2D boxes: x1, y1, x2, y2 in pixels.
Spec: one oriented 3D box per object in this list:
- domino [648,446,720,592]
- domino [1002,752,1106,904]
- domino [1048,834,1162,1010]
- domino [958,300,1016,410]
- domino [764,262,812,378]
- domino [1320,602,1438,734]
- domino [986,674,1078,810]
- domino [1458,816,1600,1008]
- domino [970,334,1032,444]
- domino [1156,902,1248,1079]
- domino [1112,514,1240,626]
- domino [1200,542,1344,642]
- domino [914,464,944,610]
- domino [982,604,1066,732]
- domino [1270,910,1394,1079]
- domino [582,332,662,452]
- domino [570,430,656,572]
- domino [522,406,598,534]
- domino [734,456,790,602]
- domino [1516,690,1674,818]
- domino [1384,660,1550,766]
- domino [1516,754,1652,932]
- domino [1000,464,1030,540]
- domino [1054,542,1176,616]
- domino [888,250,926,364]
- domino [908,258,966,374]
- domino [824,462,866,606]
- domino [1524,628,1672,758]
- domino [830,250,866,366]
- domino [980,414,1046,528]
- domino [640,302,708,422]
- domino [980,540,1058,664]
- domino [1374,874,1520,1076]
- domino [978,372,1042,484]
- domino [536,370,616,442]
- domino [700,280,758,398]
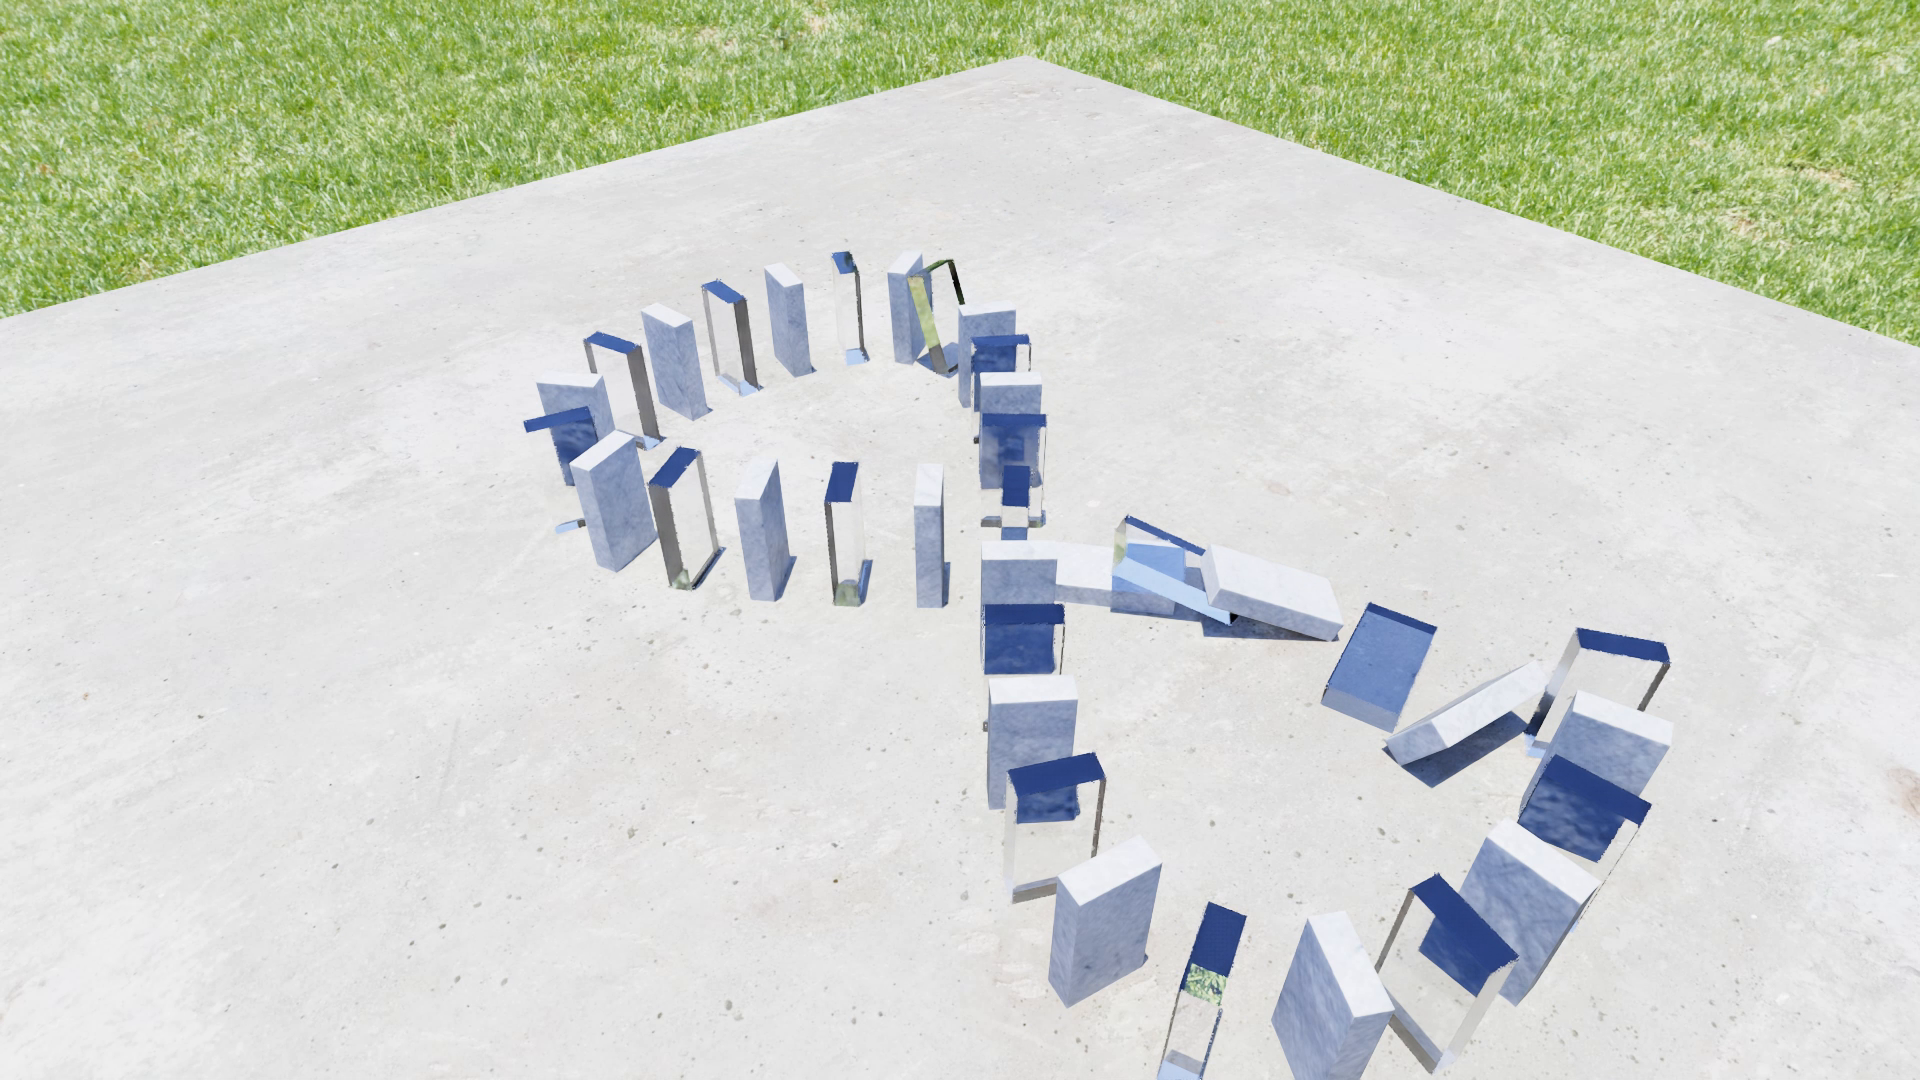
[{"bbox_3d":[-0.105,-0.008,0.421,0.009,0.050,0.025,10,40,12],"label":"domino"},{"bbox_3d":[0.026,0.082,0.311,0.025,0.050,0.009,-10,40,-11],"label":"domino"},{"bbox_3d":[0.037,0.101,0.288,0.025,0.050,0.010,-20,43,-22],"label":"domino"},{"bbox_3d":[0.012,-0.087,0.518,0.025,0.050,0.010,-9,40,-11],"label":"domino"},{"bbox_3d":[-0.085,-0.108,0.544,0.010,0.050,0.025,-21,44,-23],"label":"domino"},{"bbox_3d":[0.149,0.044,0.389,0.025,0.010,0.050,22,44,25],"label":"domino"},{"bbox_3d":[0.021,0.062,0.335,0.025,0.050,0.009,-3,39,-3],"label":"domino"},{"bbox_3d":[0.146,0.099,0.291,0.009,0.050,0.025,-27,46,-29],"label":"domino"},{"bbox_3d":[0.018,-0.067,0.494,0.025,0.050,0.009,-5,40,-6],"label":"domino"},{"bbox_3d":[0.059,0.115,0.271,0.009,0.050,0.025,17,42,19],"label":"domino"},{"bbox_3d":[0.082,0.011,0.414,0.050,0.009,0.025,23,40,-10],"label":"domino"},{"bbox_3d":[0.115,0.019,0.407,0.050,0.010,0.025,16,38,-11],"label":"domino"},{"bbox_3d":[-0.011,-0.001,0.413,0.009,0.050,0.025,1,39,1],"label":"domino"},{"bbox_3d":[0.020,0.043,0.360,0.025,0.050,0.010,0,39,-1],"label":"domino"},{"bbox_3d":[0.090,0.116,0.269,0.009,0.050,0.025,-6,40,-8],"label":"domino"},{"bbox_3d":[-0.151,-0.066,0.492,0.025,0.050,0.009,20,43,22],"label":"domino"},{"bbox_3d":[-0.134,-0.015,0.429,0.009,0.050,0.025,18,43,21],"label":"domino"},{"bbox_3d":[-0.157,-0.028,0.446,0.025,0.050,0.009,-17,42,-20],"label":"domino"},{"bbox_3d":[-0.074,-0.004,0.416,0.010,0.050,0.025,5,40,6],"label":"domino"},{"bbox_3d":[0.188,0.069,0.327,0.025,0.050,0.010,21,44,23],"label":"domino"},{"bbox_3d":[0.167,0.057,0.361,0.050,0.025,0.010,-21,73,-24],"label":"domino"},{"bbox_3d":[0.169,0.085,0.307,0.025,0.050,0.010,30,48,32],"label":"domino"},{"bbox_3d":[0.020,0.000,0.412,0.009,0.050,0.025,2,39,3],"label":"domino"},{"bbox_3d":[0.058,0.014,0.426,0.050,0.010,0.025,6,40,7],"label":"domino"},{"bbox_3d":[-0.026,-0.117,0.554,0.010,0.050,0.025,9,40,15],"label":"domino"},{"bbox_3d":[-0.008,-0.111,0.547,0.009,0.050,0.025,8,36,41],"label":"domino"},{"bbox_3d":[-0.043,-0.002,0.414,0.010,0.050,0.025,2,39,3],"label":"domino"},{"bbox_3d":[0.201,0.051,0.349,0.025,0.050,0.009,10,40,12],"label":"domino"},{"bbox_3d":[-0.056,-0.116,0.554,0.009,0.050,0.025,-10,40,-12],"label":"domino"},{"bbox_3d":[0.021,-0.027,0.445,0.025,0.050,0.010,1,39,1],"label":"domino"},{"bbox_3d":[-0.133,-0.082,0.512,0.025,0.050,0.009,28,47,30],"label":"domino"},{"bbox_3d":[0.020,0.023,0.384,0.025,0.050,0.009,0,39,-1],"label":"domino"},{"bbox_3d":[0.120,0.110,0.277,0.010,0.050,0.025,-18,43,-21],"label":"domino"},{"bbox_3d":[0.021,-0.047,0.469,0.025,0.050,0.010,-2,39,-2],"label":"domino"},{"bbox_3d":[-0.161,-0.047,0.469,0.025,0.050,0.010,5,40,6],"label":"domino"},{"bbox_3d":[-0.111,-0.097,0.530,0.010,0.050,0.025,-28,47,-30],"label":"domino"}]
